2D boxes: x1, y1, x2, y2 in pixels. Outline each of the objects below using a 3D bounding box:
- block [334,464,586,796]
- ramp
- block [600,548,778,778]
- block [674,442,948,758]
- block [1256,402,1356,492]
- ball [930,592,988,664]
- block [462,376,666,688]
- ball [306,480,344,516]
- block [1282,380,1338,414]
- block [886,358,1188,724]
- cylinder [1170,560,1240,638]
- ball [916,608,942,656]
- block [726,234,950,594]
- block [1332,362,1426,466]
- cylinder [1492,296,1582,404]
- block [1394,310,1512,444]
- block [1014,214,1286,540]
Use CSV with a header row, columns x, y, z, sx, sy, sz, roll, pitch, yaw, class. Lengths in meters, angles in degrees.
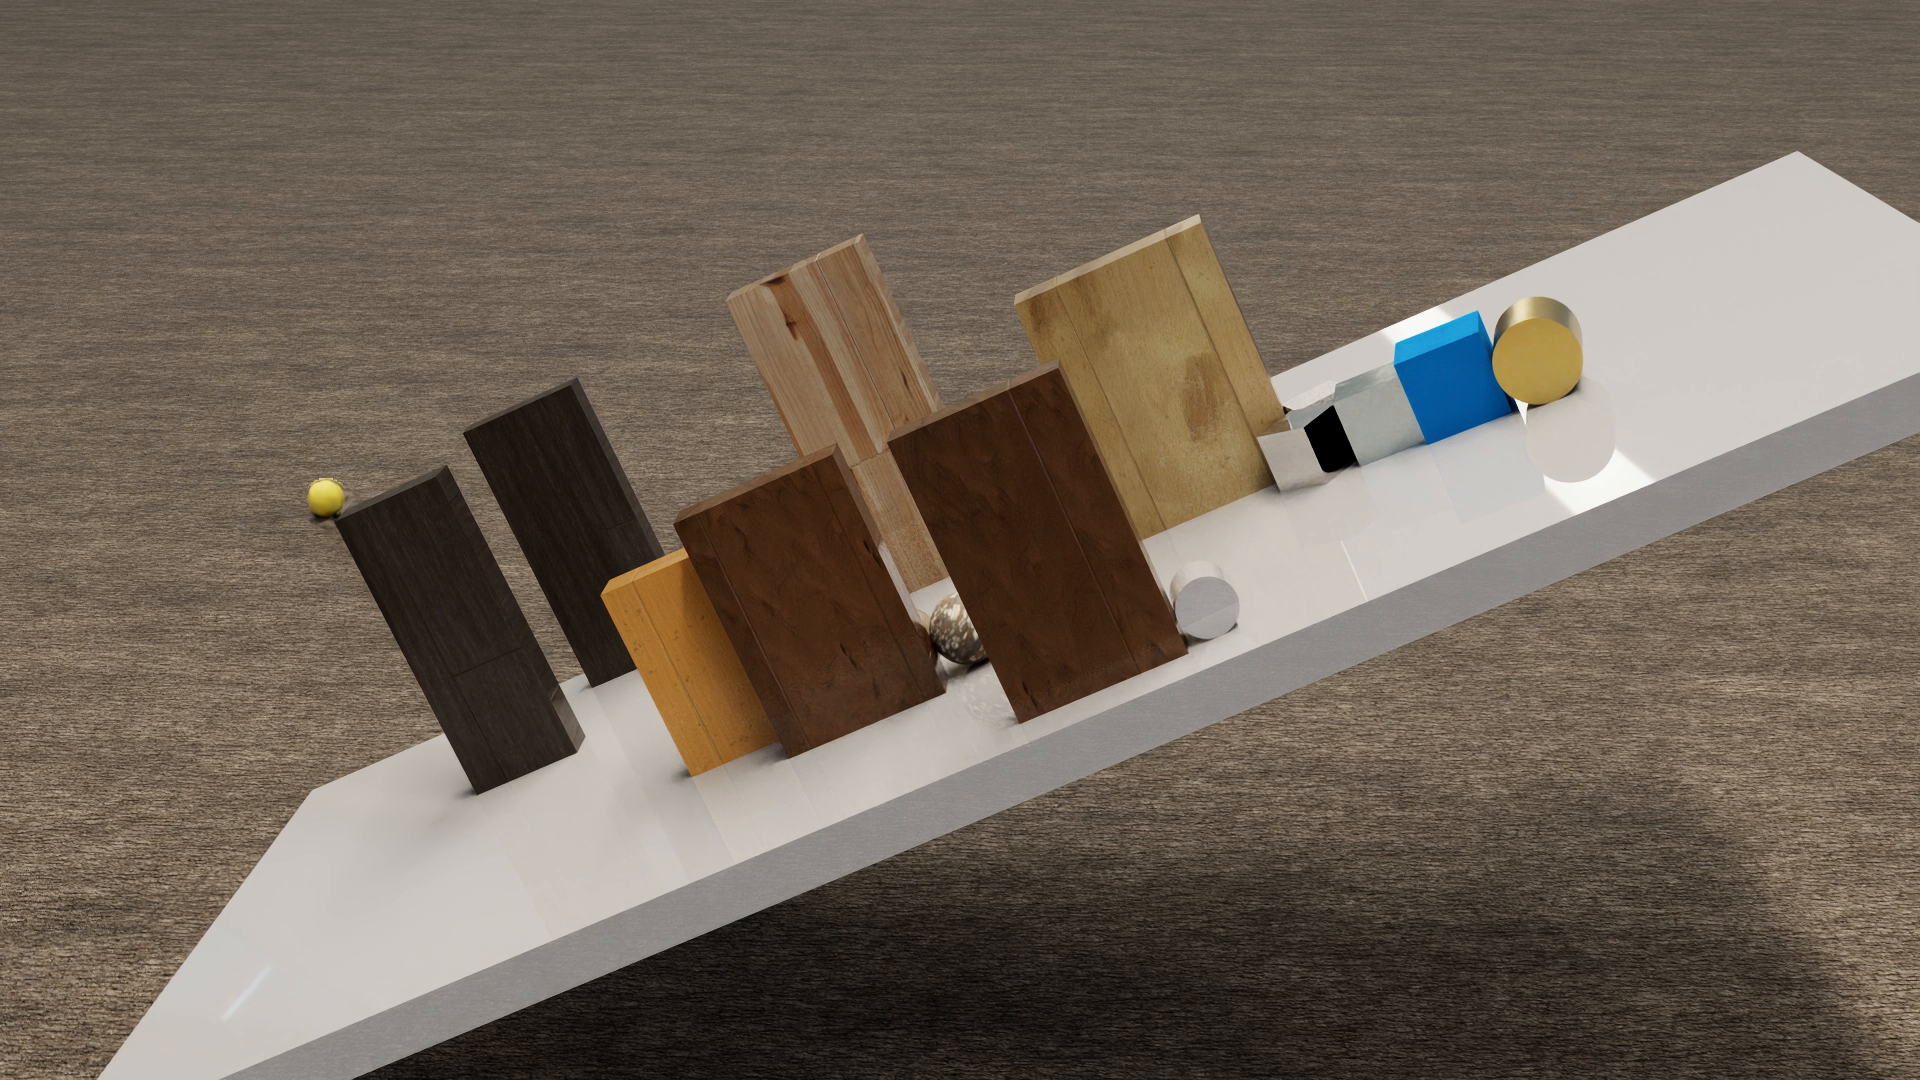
x,y,z,sx,sy,sz,roll,pitch,yaw,class
-1.131,0.207,6.680,0.258,0.707,0.114,-23,13,9,block
0.133,0.170,6.283,4.000,0.100,2.000,-23,13,9,ramp
-0.497,0.226,6.051,0.312,0.428,0.113,-23,13,9,block
-0.293,0.122,5.846,0.347,0.531,0.104,-23,13,9,block
0.725,-0.193,6.104,0.129,0.129,0.129,-11,19,47,block
0.013,0.176,5.919,0.150,0.150,0.150,0,15,0,ball
-0.914,-0.015,7.166,0.292,0.703,0.091,-23,13,9,block
-2.269,-0.148,10.516,0.130,0.130,0.130,0,15,0,ball
0.777,-0.254,6.263,0.122,0.122,0.122,-26,13,-6,block
0.145,0.005,5.377,0.338,0.584,0.087,-23,13,9,block
0.451,0.110,5.435,0.118,0.118,0.118,0,14,-1,cylinder
-0.113,0.213,5.996,0.154,0.154,0.154,0,15,0,ball
-0.208,-0.265,6.666,0.330,0.781,0.115,-23,13,9,block
0.869,-0.264,6.072,0.147,0.147,0.147,-22,13,16,block
1.164,-0.383,5.929,0.178,0.178,0.178,3,19,10,cylinder
1.008,-0.333,6.012,0.181,0.181,0.181,-22,13,16,block
0.426,-0.335,6.222,0.424,0.574,0.118,-23,13,9,block
